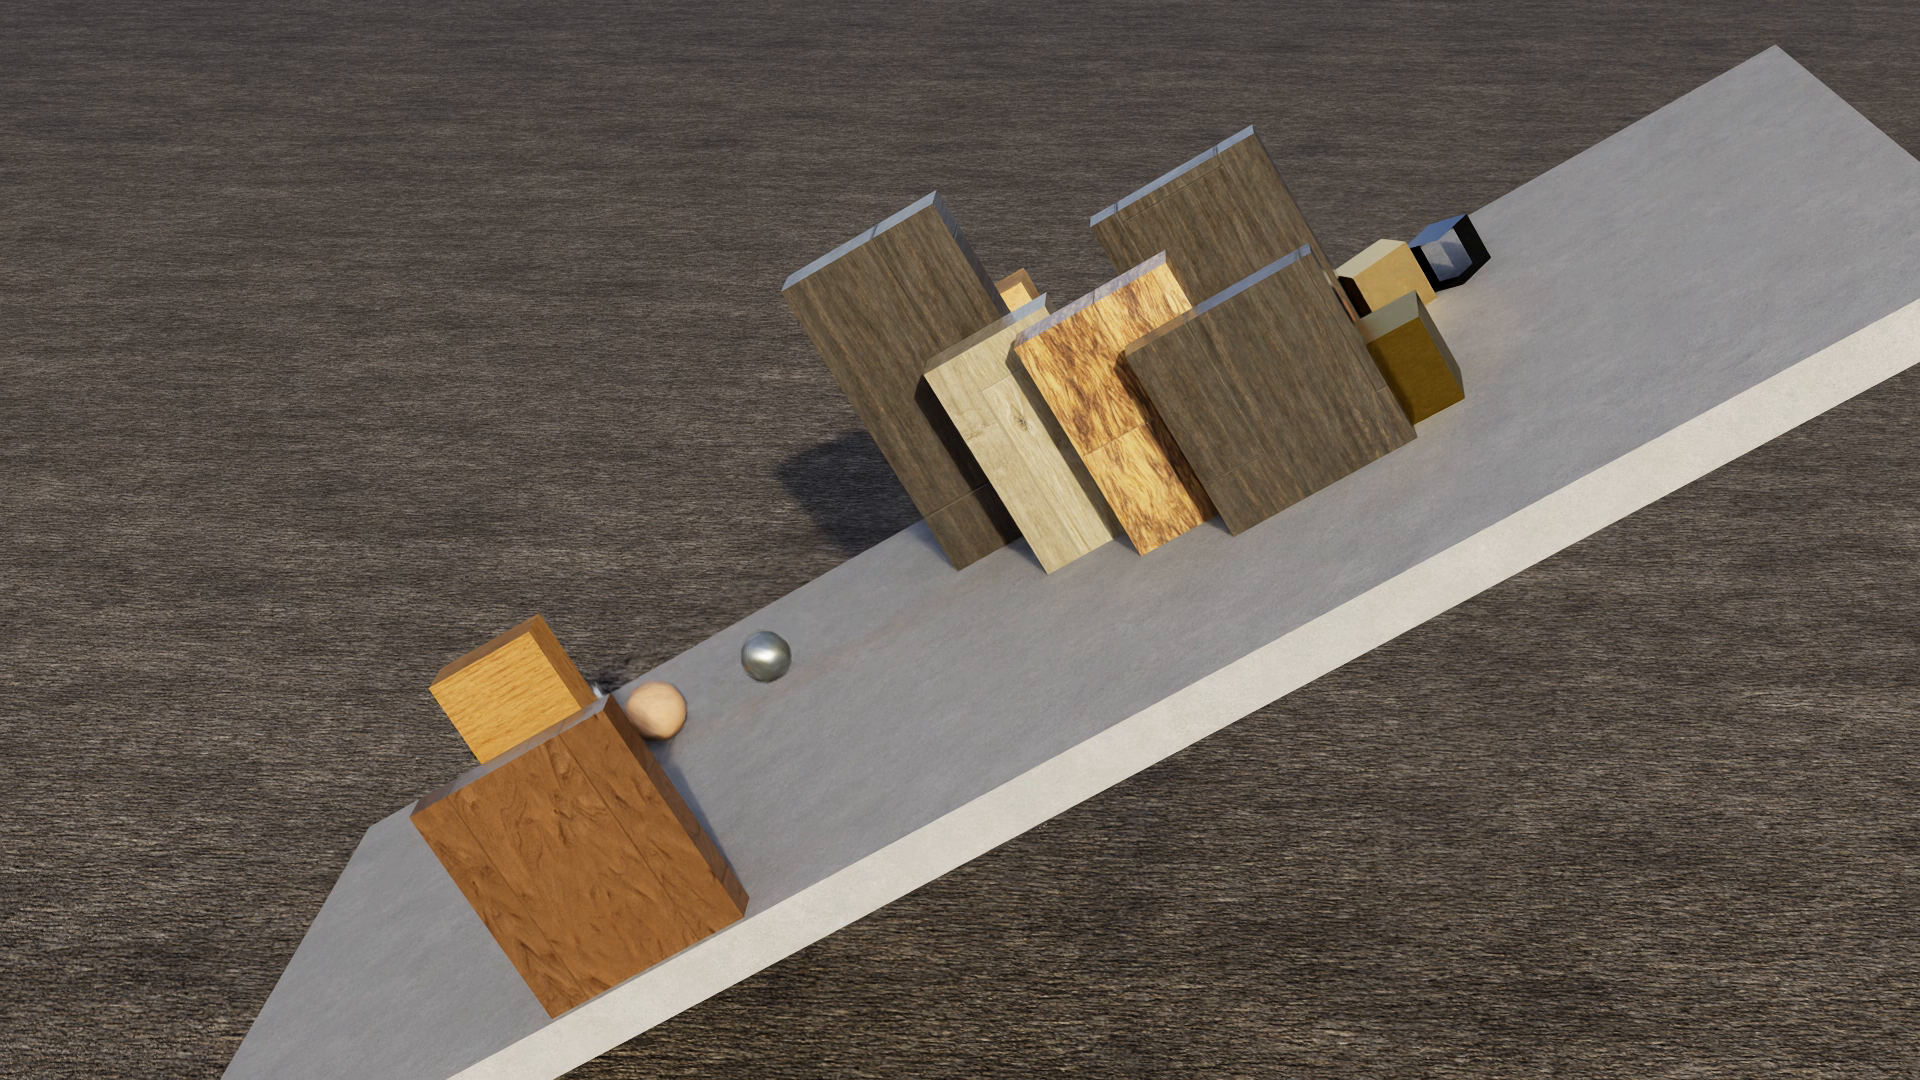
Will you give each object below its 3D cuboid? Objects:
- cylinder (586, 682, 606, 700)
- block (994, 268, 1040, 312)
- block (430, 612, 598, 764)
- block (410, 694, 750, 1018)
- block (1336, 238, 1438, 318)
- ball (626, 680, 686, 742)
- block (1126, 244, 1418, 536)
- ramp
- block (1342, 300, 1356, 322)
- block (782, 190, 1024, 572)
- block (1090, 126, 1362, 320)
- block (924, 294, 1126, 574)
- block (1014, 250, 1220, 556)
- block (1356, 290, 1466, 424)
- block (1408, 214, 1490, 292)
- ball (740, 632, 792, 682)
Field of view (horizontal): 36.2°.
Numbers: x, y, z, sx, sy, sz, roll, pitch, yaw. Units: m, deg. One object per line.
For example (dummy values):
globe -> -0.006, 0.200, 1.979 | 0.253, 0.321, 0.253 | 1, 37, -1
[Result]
cylinder -> -0.859, 0.467, 6.741 | 0.206, 0.206, 0.206 | -32, 13, 9
block -> 0.085, -0.348, 7.019 | 0.409, 0.437, 0.144 | -29, 15, 12
block -> -0.792, 0.458, 5.901 | 0.240, 0.584, 0.105 | -29, 15, 12
block -> -0.708, 0.594, 5.494 | 0.433, 0.479, 0.084 | -29, 15, 12
block -> 0.941, -0.566, 6.549 | 0.146, 0.146, 0.146 | -34, 15, -7
ball -> -0.702, 0.396, 6.792 | 0.142, 0.142, 0.142 | 0, 19, 0
block -> 0.610, -0.292, 5.773 | 0.410, 0.429, 0.083 | -29, 15, 12
ramp -> 0.142, 0.168, 6.287 | 4.000, 0.100, 2.000 | -29, 15, 12
block -> 0.739, -0.368, 6.222 | 0.185, 0.185, 0.185 | -10, 26, 50
block -> -0.029, -0.354, 6.630 | 0.394, 0.759, 0.140 | -29, 15, 12
block -> 0.601, -0.575, 6.494 | 0.408, 0.539, 0.099 | -29, 15, 12
block -> 0.185, -0.225, 6.258 | 0.295, 0.513, 0.117 | -29, 15, 12
block -> 0.394, -0.277, 6.002 | 0.351, 0.512, 0.110 | -29, 15, 12
block -> 0.874, -0.348, 5.884 | 0.192, 0.192, 0.192 | -28, 15, 16
block -> 1.082, -0.636, 6.545 | 0.116, 0.116, 0.116 | -42, 17, -33
ball -> -0.444, 0.268, 6.734 | 0.117, 0.117, 0.117 | 0, 19, 0
